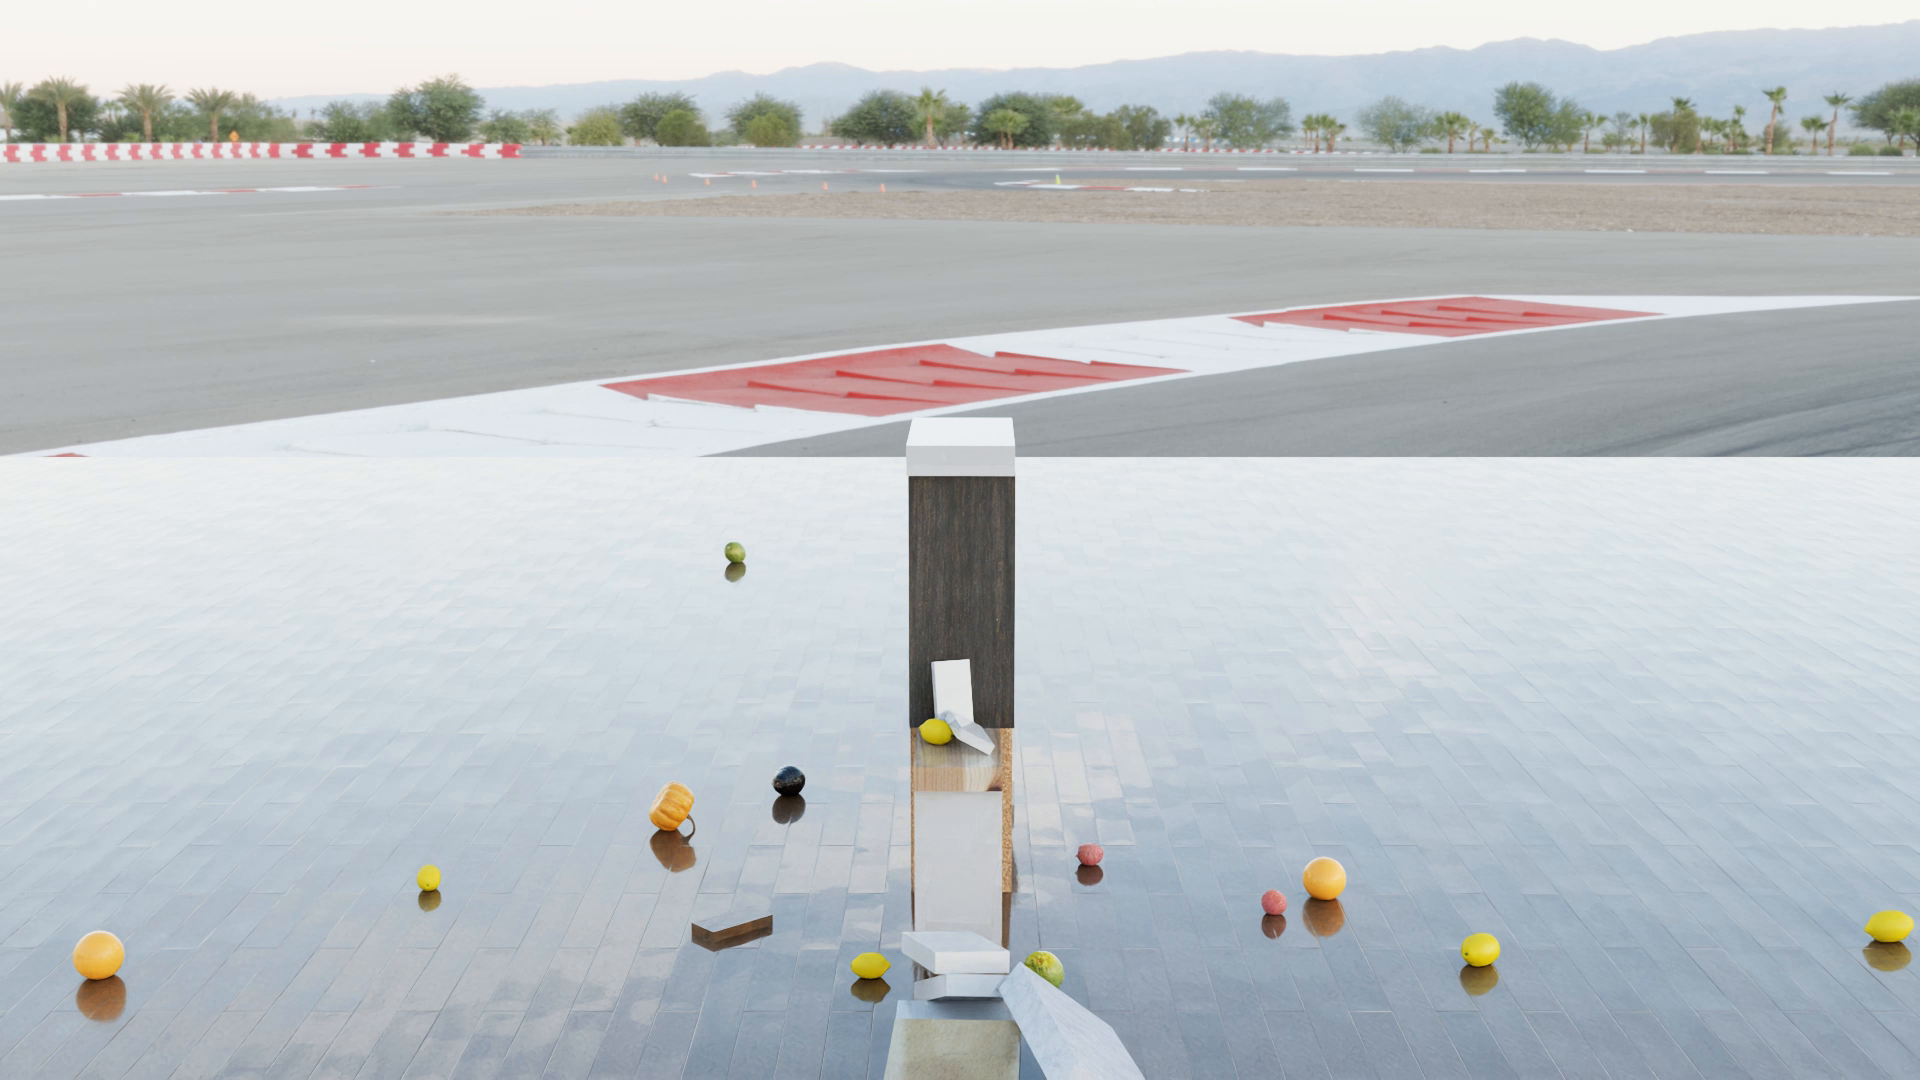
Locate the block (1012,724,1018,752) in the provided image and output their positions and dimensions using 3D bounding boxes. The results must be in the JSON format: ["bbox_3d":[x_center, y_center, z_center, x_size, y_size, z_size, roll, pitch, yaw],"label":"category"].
[{"bbox_3d":[0.014,0.376,4.218,0.168,0.048,0.336,-1,-3,-3],"label":"block"}]

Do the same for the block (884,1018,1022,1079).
[{"bbox_3d":[-0.010,0.688,2.751,0.167,0.047,0.334,0,11,3],"label":"block"}]

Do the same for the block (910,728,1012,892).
[{"bbox_3d":[0.002,0.419,3.670,0.168,0.336,0.048,0,11,0],"label":"block"}]

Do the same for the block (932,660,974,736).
[{"bbox_3d":[-0.012,0.250,3.499,0.059,0.117,0.017,-3,-2,-17],"label":"block"}]

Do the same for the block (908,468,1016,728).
[{"bbox_3d":[0.003,0.094,3.524,0.169,0.415,0.048,0,11,1],"label":"block"}]

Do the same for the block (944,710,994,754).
[{"bbox_3d":[0.015,0.300,3.434,0.058,0.017,0.117,28,4,-14],"label":"block"}]

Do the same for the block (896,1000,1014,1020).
[{"bbox_3d":[-0.008,0.708,2.903,0.167,0.047,0.401,0,11,1],"label":"block"}]

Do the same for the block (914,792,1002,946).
[{"bbox_3d":[-0.003,0.504,3.396,0.134,0.268,0.038,0,11,0],"label":"block"}]

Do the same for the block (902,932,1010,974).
[{"bbox_3d":[-0.008,0.582,3.109,0.105,0.030,0.210,2,-3,-14],"label":"block"}]

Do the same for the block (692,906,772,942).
[{"bbox_3d":[-0.363,0.612,3.506,0.117,0.017,0.058,-10,14,-42],"label":"block"}]

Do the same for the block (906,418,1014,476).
[{"bbox_3d":[0.003,-0.154,3.592,0.169,0.048,0.338,0,11,1],"label":"block"}]

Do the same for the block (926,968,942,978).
[{"bbox_3d":[0.004,0.624,3.241,0.105,0.030,0.210,1,-6,-3],"label":"block"}]

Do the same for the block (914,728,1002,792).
[{"bbox_3d":[-0.003,0.337,3.456,0.134,0.038,0.268,0,11,0],"label":"block"}]

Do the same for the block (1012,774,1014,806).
[{"bbox_3d":[0.008,0.433,4.386,0.168,0.048,0.495,0,11,-2],"label":"block"}]

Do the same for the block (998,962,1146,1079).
[{"bbox_3d":[0.162,0.671,2.848,0.167,0.047,0.334,38,2,-15],"label":"block"}]

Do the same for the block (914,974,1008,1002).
[{"bbox_3d":[0.008,0.633,3.095,0.105,0.030,0.210,4,-15,-13],"label":"block"}]
